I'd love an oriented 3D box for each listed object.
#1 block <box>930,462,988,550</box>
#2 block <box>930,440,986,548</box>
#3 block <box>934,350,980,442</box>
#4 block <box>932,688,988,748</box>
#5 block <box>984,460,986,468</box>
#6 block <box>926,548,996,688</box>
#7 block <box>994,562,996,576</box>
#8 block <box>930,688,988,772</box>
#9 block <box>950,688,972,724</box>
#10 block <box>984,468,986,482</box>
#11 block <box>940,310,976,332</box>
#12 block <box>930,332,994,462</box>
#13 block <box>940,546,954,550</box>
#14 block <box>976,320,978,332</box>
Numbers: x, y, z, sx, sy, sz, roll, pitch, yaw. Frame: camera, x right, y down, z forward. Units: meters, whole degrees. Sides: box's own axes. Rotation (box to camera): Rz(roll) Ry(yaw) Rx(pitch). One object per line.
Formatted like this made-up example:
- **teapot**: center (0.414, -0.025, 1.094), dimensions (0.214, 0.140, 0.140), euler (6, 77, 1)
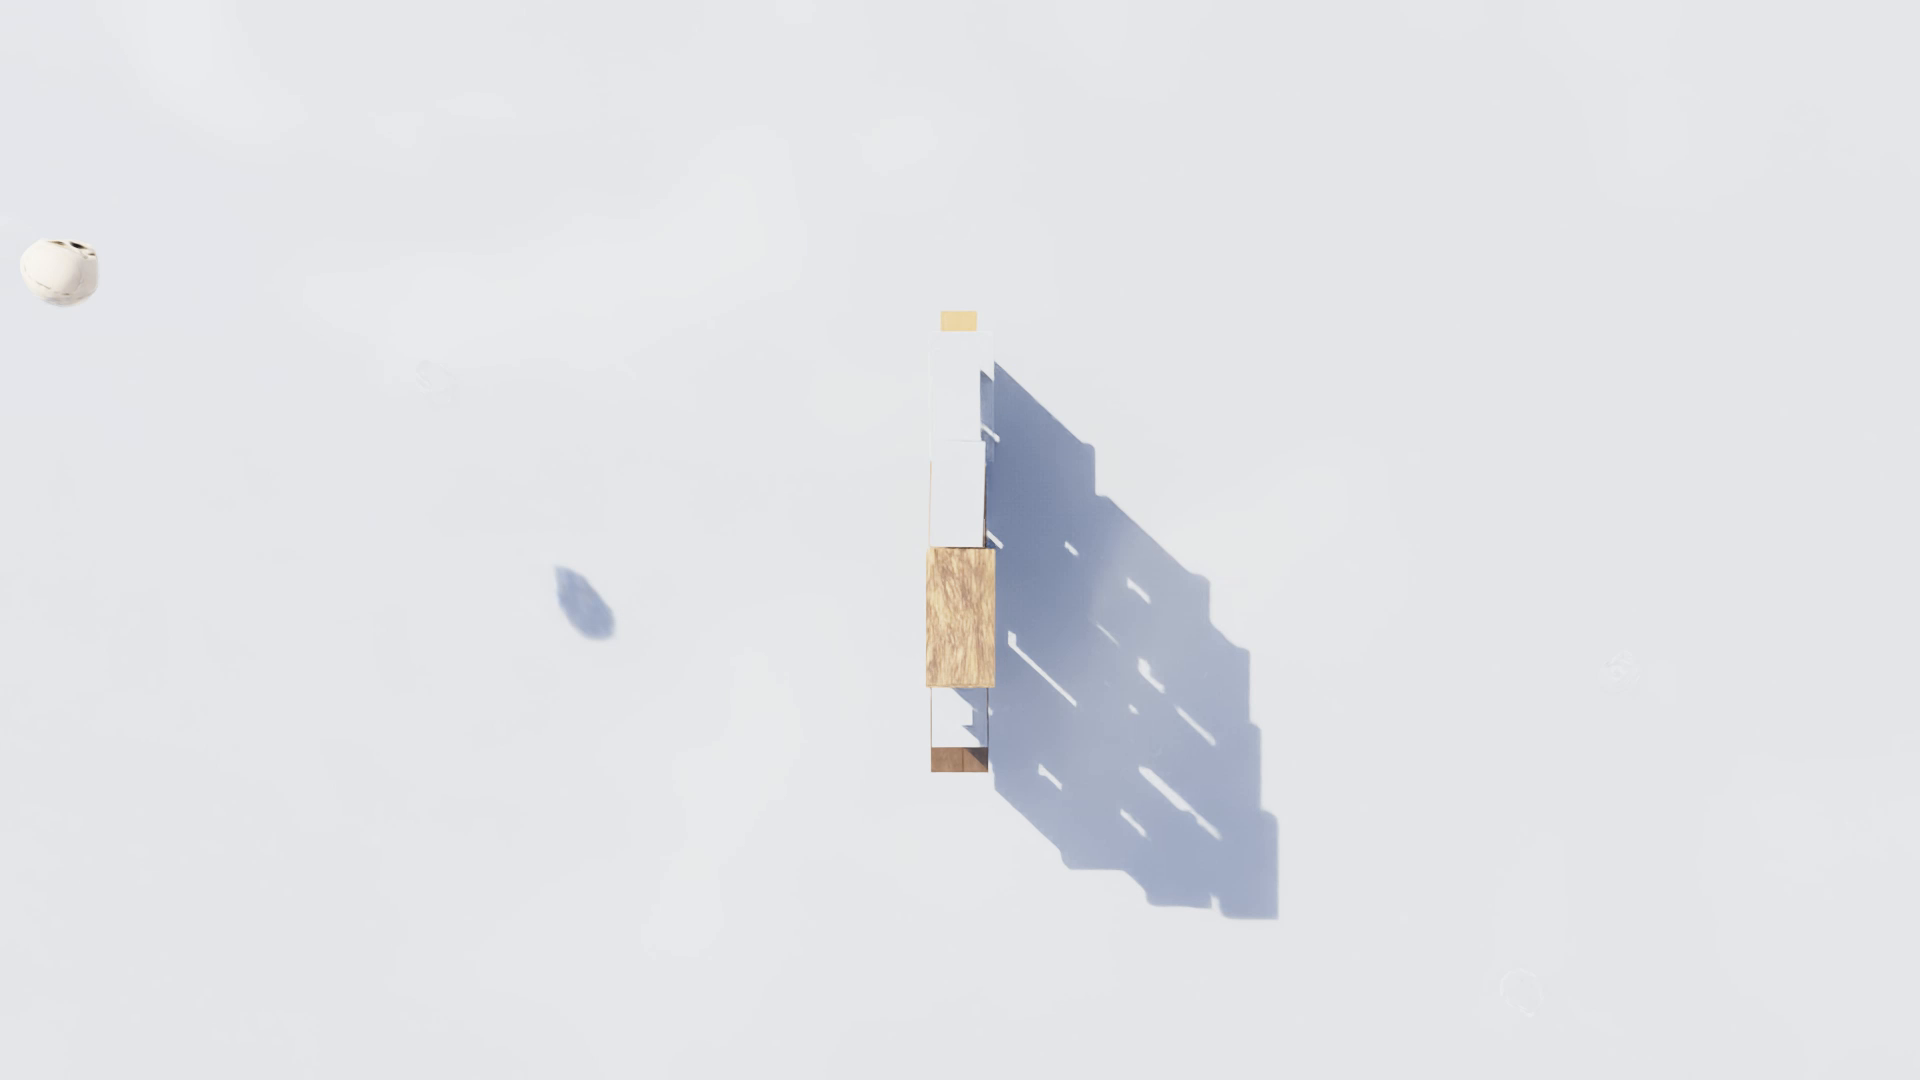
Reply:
- **block**: center (-0.004, -0.113, 5.120), dimensions (0.177, 0.050, 0.355), euler (0, 90, 0)
- **block**: center (-0.006, -0.113, 4.092), dimensions (0.131, 0.037, 0.262), euler (2, 90, 0)
- **block**: center (-0.007, -0.361, 4.128), dimensions (0.114, 0.032, 0.228), euler (0, 90, 0)
- **block**: center (-0.002, 0.405, 4.432), dimensions (0.149, 0.042, 0.298), euler (0, 90, 0)
- **block**: center (-0.002, -0.201, 4.242), dimensions (0.131, 0.262, 0.037), euler (0, 91, 0)
- **block**: center (0.001, 0.191, 4.048), dimensions (0.169, 0.048, 0.338), euler (0, 90, 0)
- **block**: center (0.004, 0.078, 4.282), dimensions (0.169, 0.419, 0.048), euler (0, 90, 0)
- **block**: center (-0.001, 0.509, 4.836), dimensions (0.169, 0.048, 0.338), euler (0, 90, 0)
- **block**: center (0.003, 0.422, 4.287), dimensions (0.058, 0.016, 0.115), euler (0, 90, 0)
- **block**: center (0.002, -0.314, 4.786), dimensions (0.144, 0.041, 0.289), euler (0, 90, 0)
- **block**: center (-0.003, -0.573, 4.909), dimensions (0.108, 0.030, 0.215), euler (0, 90, 0)
- **block**: center (0.005, -0.381, 4.397), dimensions (0.172, 0.049, 0.344), euler (0, 90, 0)
- **block**: center (0.001, 0.031, 4.507), dimensions (0.114, 0.032, 0.228), euler (-1, 90, 0)
- **block**: center (-0.002, -0.642, 5.212), dimensions (0.108, 0.576, 0.030), euler (0, 90, 0)
